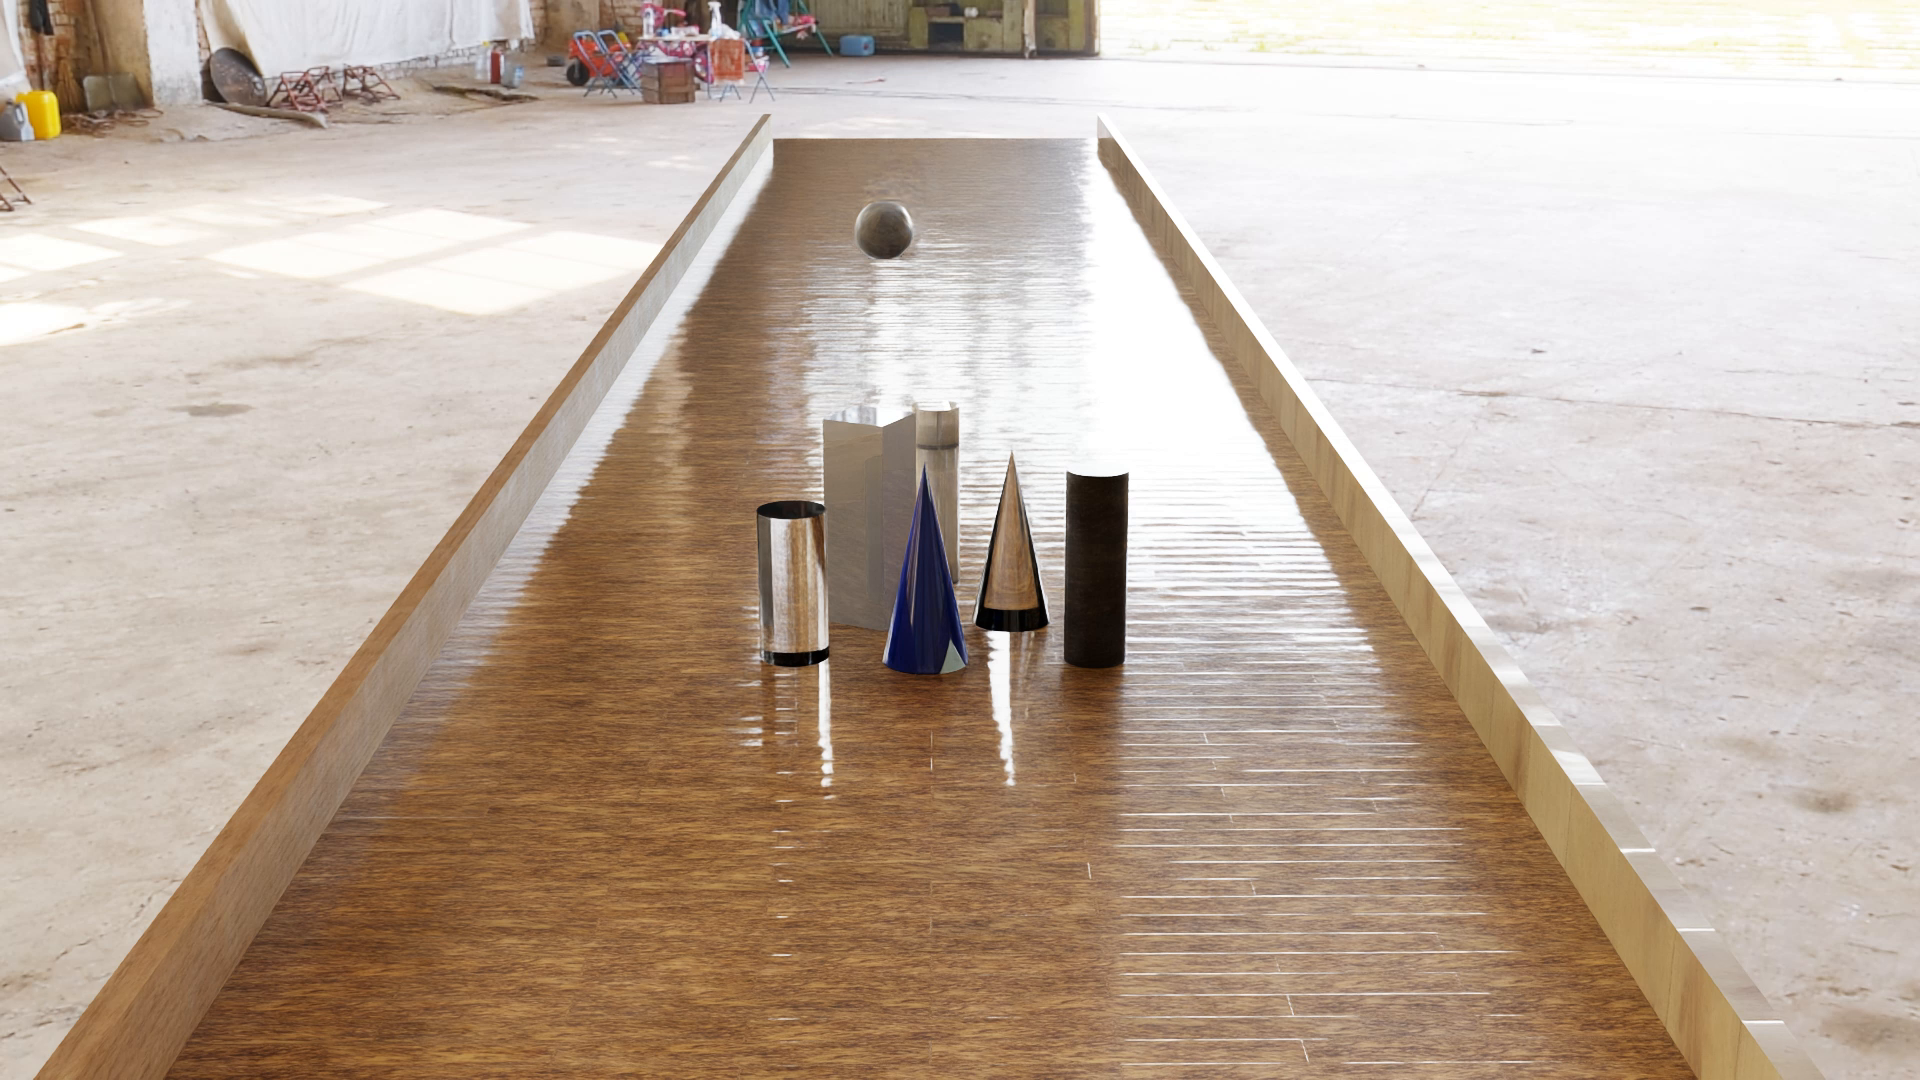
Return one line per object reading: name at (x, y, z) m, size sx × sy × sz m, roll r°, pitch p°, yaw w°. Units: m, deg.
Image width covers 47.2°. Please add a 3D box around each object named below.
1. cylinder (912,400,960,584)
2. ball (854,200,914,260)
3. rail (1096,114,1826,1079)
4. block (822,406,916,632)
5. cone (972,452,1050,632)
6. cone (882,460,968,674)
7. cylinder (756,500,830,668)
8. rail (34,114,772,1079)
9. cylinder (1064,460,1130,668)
cylinder at (-0.053, -0.104, 4.873) m, size 0.105 × 0.400 × 0.105 m, roll 0°, pitch 17°, yaw 0°
ball at (-0.316, -1.284, 9.118) m, size 0.244 × 0.244 × 0.244 m, roll 0°, pitch 17°, yaw 0°
rail at (0.932, -0.844, 7.801) m, size 0.050 × 0.150 × 12.000 m, roll 0°, pitch 17°, yaw -1°
block at (-0.187, -0.047, 4.616) m, size 0.142 × 0.439 × 0.142 m, roll 9°, pitch 19°, yaw 26°
cone at (0.108, -0.011, 4.607) m, size 0.167 × 0.375 × 0.167 m, roll 0°, pitch 17°, yaw 0°
cone at (-0.069, 0.042, 4.357) m, size 0.174 × 0.414 × 0.174 m, roll 0°, pitch 17°, yaw 0°
cylinder at (-0.334, 0.086, 4.400) m, size 0.140 × 0.306 × 0.140 m, roll 0°, pitch 17°, yaw 0°
rail at (-1.118, -0.838, 7.780) m, size 0.050 × 0.150 × 12.000 m, roll 0°, pitch 17°, yaw -1°
cylinder at (0.271, 0.049, 4.370) m, size 0.124 × 0.395 × 0.124 m, roll 0°, pitch 17°, yaw 0°
